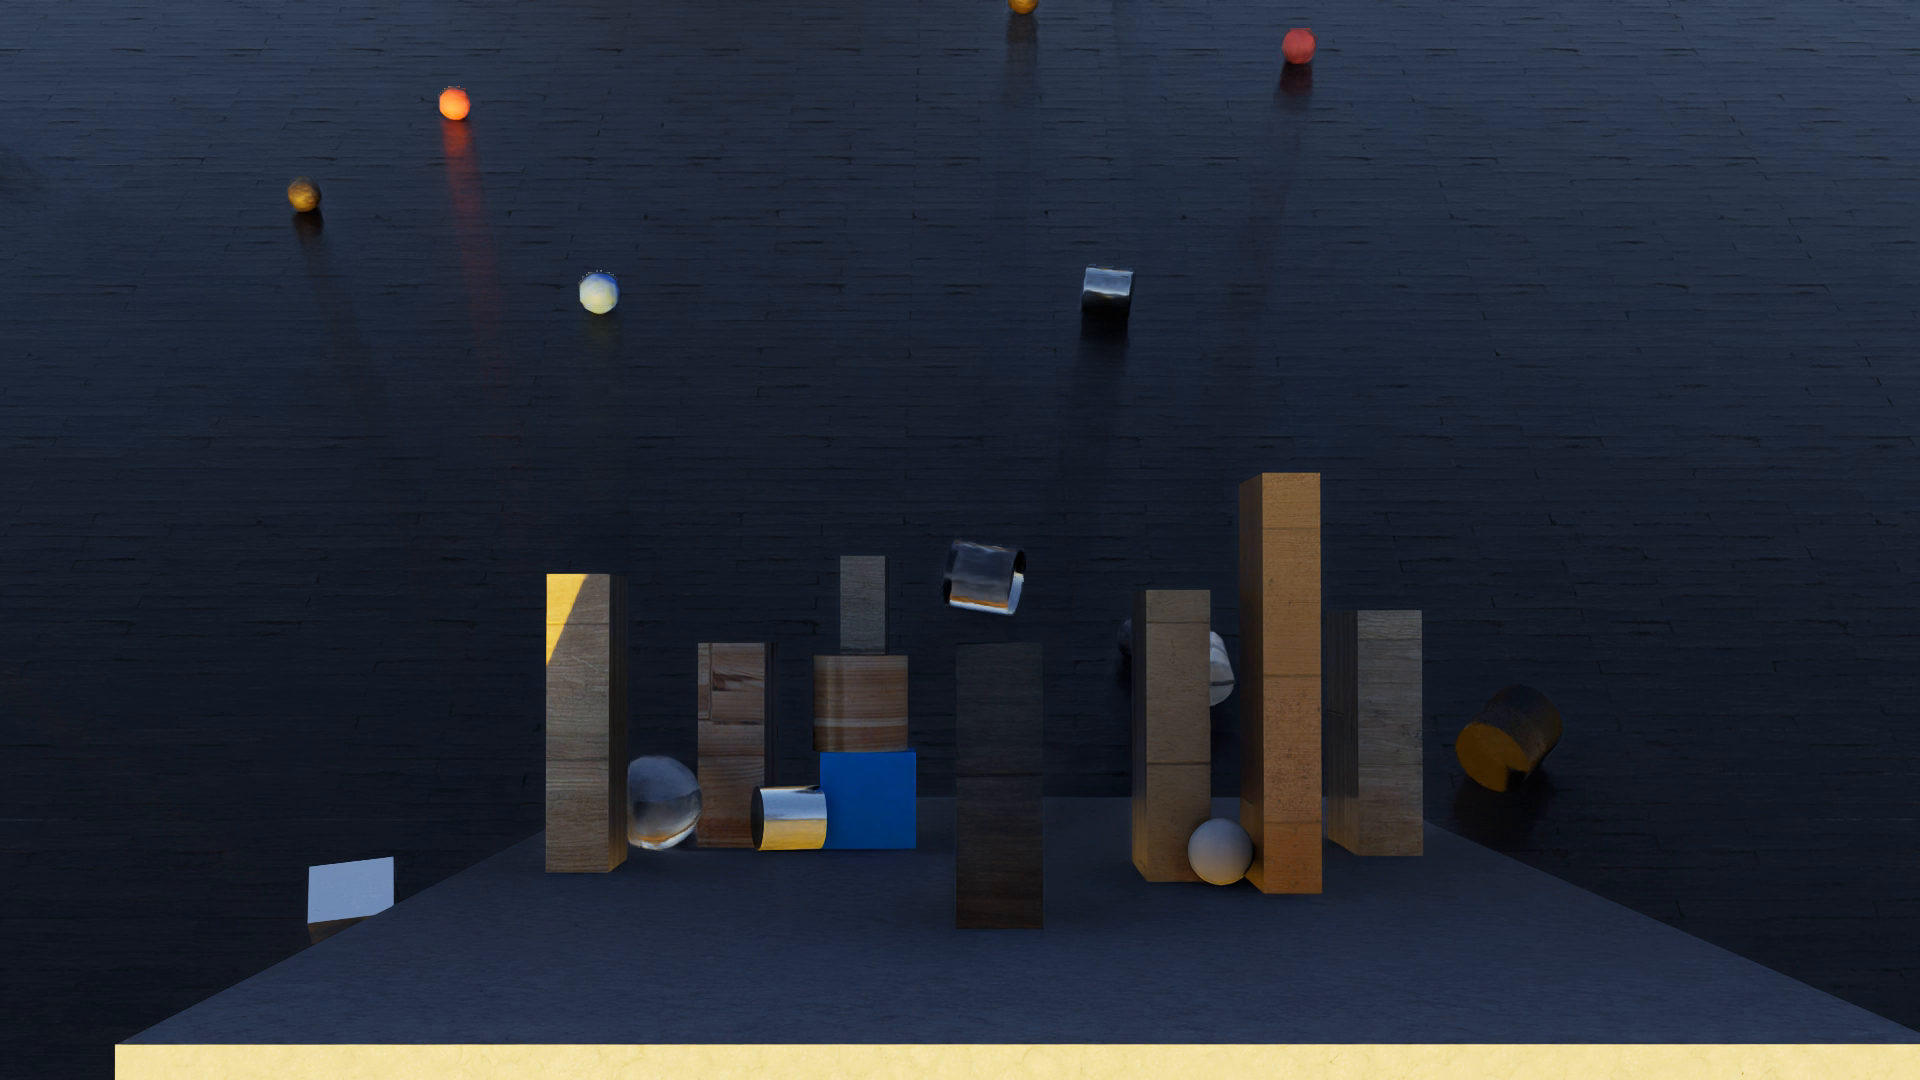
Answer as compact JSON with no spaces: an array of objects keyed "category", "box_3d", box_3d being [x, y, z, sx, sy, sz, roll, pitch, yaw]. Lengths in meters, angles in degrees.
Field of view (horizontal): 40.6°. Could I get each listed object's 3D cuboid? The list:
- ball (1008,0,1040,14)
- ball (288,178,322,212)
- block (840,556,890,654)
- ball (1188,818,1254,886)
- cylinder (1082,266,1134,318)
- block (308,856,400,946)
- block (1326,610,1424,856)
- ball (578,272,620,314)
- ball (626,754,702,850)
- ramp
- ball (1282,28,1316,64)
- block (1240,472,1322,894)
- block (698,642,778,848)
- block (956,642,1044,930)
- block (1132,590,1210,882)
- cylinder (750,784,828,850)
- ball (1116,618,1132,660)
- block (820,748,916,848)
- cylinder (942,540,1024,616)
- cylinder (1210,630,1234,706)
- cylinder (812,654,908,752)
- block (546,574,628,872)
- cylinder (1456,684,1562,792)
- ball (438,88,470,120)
[{"category":"ball","box_3d":[0.272,-2.329,11.145,0.142,0.142,0.142,0,35,0]},{"category":"ball","box_3d":[-2.440,-1.285,9.669,0.123,0.123,0.123,0,35,0]},{"category":"block","box_3d":[-0.206,0.339,5.660,0.094,0.601,0.346,0,-2,0]},{"category":"ball","box_3d":[0.458,0.547,4.559,0.117,0.117,0.117,0,35,0]},{"category":"cylinder","box_3d":[0.514,-0.863,9.027,0.160,0.160,0.160,7,36,7]},{"category":"block","box_3d":[-1.491,0.940,6.420,0.205,0.205,0.205,-6,35,-9]},{"category":"block","box_3d":[0.849,0.388,5.347,0.127,0.484,0.439,0,-2,0]},{"category":"ball","box_3d":[-1.256,-0.860,9.046,0.141,0.141,0.141,0,35,0]},{"category":"ball","box_3d":[-0.618,0.532,5.270,0.191,0.191,0.191,0,35,0]},{"category":"ramp","box_3d":[0.077,0.664,4.834,2.000,0.100,4.000,0,-2,0]},{"category":"ball","box_3d":[1.401,-2.038,10.727,0.144,0.144,0.144,0,35,0]},{"category":"block","box_3d":[0.565,0.249,4.608,0.098,0.715,0.371,0,-2,0]},{"category":"block","box_3d":[-0.469,0.427,5.528,0.136,0.418,0.407,0,-2,0]},{"category":"block","box_3d":[0.059,0.378,4.120,0.131,0.427,0.424,0,-2,0]},{"category":"block","box_3d":[0.389,0.354,4.818,0.114,0.518,0.390,0,-2,0]},{"category":"cylinder","box_3d":[-0.348,0.563,5.269,0.129,0.129,0.129,3,33,-17]},{"category":"ball","box_3d":[0.515,0.283,7.421,0.132,0.132,0.132,0,35,0]},{"category":"block","box_3d":[-0.189,0.533,5.383,0.195,0.195,0.195,0,-2,-1]},{"category":"cylinder","box_3d":[0.069,0.111,7.612,0.196,0.196,0.196,9,36,12]},{"category":"cylinder","box_3d":[0.681,0.359,7.293,0.156,0.156,0.156,-3,35,-5]},{"category":"cylinder","box_3d":[-0.206,0.337,5.388,0.197,0.197,0.197,0,-2,0]},{"category":"block","box_3d":[-0.706,0.342,4.925,0.116,0.550,0.265,0,-2,0]},{"category":"cylinder","box_3d":[1.480,0.533,6.997,0.210,0.210,0.210,23,41,30]},{"category":"ball","box_3d":[-2.004,-1.729,10.304,0.124,0.124,0.124,0,35,0]}]
